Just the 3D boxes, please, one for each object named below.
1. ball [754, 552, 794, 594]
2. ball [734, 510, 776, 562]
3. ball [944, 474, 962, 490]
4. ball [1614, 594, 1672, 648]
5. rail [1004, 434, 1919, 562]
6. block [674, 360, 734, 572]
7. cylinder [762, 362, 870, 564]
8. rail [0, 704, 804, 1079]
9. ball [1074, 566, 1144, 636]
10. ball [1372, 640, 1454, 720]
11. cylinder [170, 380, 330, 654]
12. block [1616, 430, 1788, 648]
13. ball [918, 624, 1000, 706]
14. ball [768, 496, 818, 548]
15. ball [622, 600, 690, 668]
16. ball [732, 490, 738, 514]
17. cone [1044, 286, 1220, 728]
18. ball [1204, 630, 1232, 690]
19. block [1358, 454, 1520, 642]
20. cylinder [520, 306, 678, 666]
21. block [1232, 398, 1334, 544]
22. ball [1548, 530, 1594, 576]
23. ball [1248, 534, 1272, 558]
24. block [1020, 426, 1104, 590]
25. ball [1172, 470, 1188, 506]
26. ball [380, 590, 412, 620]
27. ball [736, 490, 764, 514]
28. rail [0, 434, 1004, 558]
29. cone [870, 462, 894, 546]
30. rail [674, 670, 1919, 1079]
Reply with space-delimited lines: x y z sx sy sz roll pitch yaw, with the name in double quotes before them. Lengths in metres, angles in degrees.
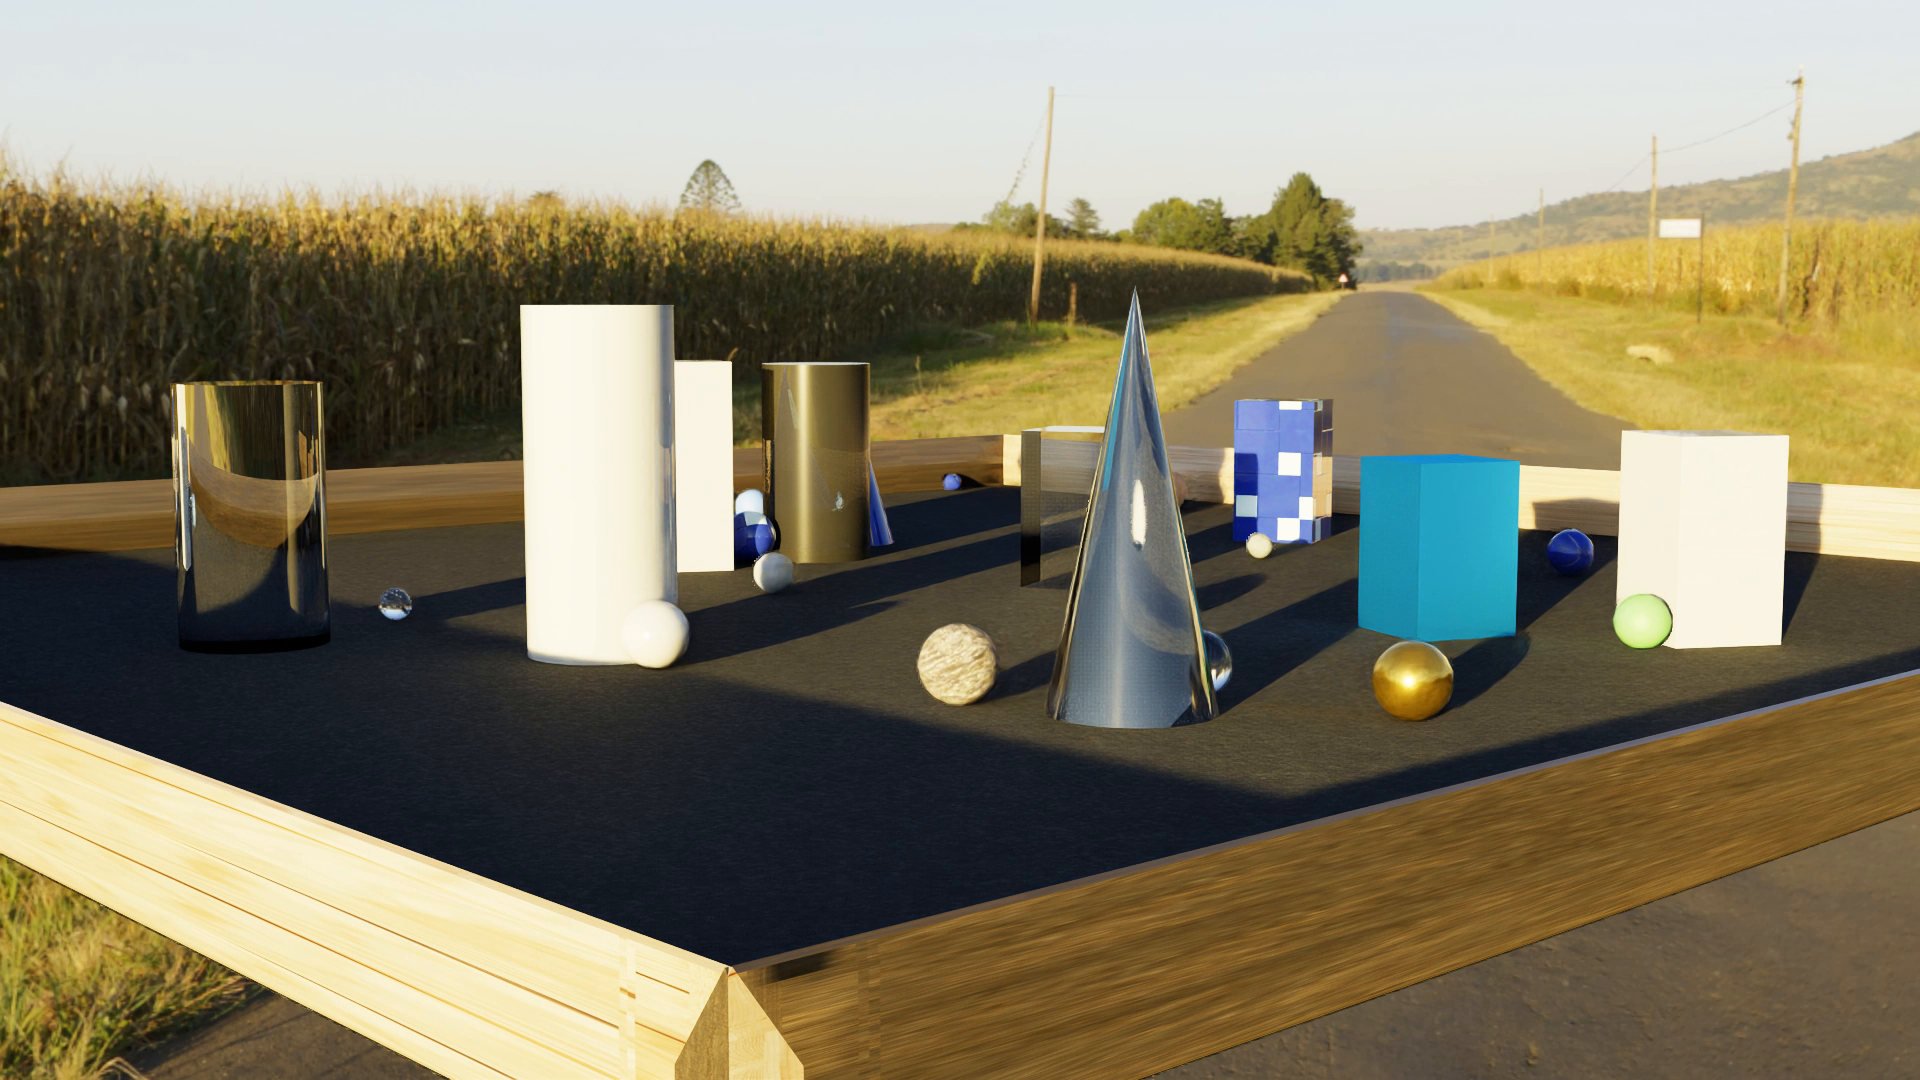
"ball" -0.292 0.052 3.456 0.065 0.065 0.065 0 6 0
"ball" -0.371 -0.006 3.874 0.092 0.092 0.092 0 6 0
"ball" -0.018 -0.143 5.414 0.042 0.042 0.042 0 6 0
"ball" 0.897 0.107 2.892 0.073 0.073 0.073 0 6 0
"rail" 1.178 -0.081 4.413 0.045 0.126 3.195 -6 8 -42
"block" -0.482 -0.131 3.800 0.155 0.355 0.155 -2 6 -15
"cylinder" -0.258 -0.142 3.948 0.194 0.348 0.194 0 6 0
"rail" -1.178 0.146 2.251 0.045 0.126 3.195 -6 8 -42
"ball" 0.202 0.084 2.999 0.095 0.095 0.095 0 6 0
"ball" 0.491 0.152 2.386 0.087 0.087 0.087 0 6 0
"cylinder" -0.943 -0.035 2.925 0.194 0.347 0.194 0 6 0
"block" 1.001 -0.005 2.974 0.155 0.278 0.155 -1 6 -12
"ball" -0.001 0.140 2.480 0.092 0.092 0.092 0 6 0
"ball" -0.313 -0.034 4.113 0.097 0.097 0.097 0 6 0
"ball" -0.377 0.117 2.730 0.085 0.085 0.085 0 6 0
"ball" -0.493 -0.074 4.623 0.070 0.070 0.070 0 6 0
"cone" 0.191 -0.043 2.416 0.194 0.470 0.194 0 6 0
"ball" 0.274 0.142 2.534 0.078 0.078 0.078 0 6 0
"block" 0.660 0.007 3.038 0.155 0.240 0.155 -2 6 -20
"cylinder" -0.463 -0.076 2.831 0.194 0.449 0.194 0 6 0
"block" 0.628 -0.137 4.269 0.155 0.270 0.155 3 7 23
"ball" 1.025 0.021 3.689 0.077 0.077 0.077 0 6 0
"ball" 0.538 0.011 3.943 0.044 0.044 0.044 0 6 0
"block" 0.198 -0.054 3.561 0.155 0.252 0.155 2 6 22
"ball" 0.461 -0.111 4.887 0.089 0.089 0.089 0 6 0
"ball" -0.810 0.093 3.158 0.044 0.044 0.044 0 6 0
"ball" -0.432 -0.069 4.575 0.071 0.071 0.071 0 6 0
"rail" -1.067 -0.088 4.482 3.253 0.126 0.045 -6 8 -42
"cone" -0.223 -0.166 4.200 0.194 0.342 0.194 0 6 0
"rail" 1.067 0.153 2.182 3.253 0.126 0.045 -6 8 -42
